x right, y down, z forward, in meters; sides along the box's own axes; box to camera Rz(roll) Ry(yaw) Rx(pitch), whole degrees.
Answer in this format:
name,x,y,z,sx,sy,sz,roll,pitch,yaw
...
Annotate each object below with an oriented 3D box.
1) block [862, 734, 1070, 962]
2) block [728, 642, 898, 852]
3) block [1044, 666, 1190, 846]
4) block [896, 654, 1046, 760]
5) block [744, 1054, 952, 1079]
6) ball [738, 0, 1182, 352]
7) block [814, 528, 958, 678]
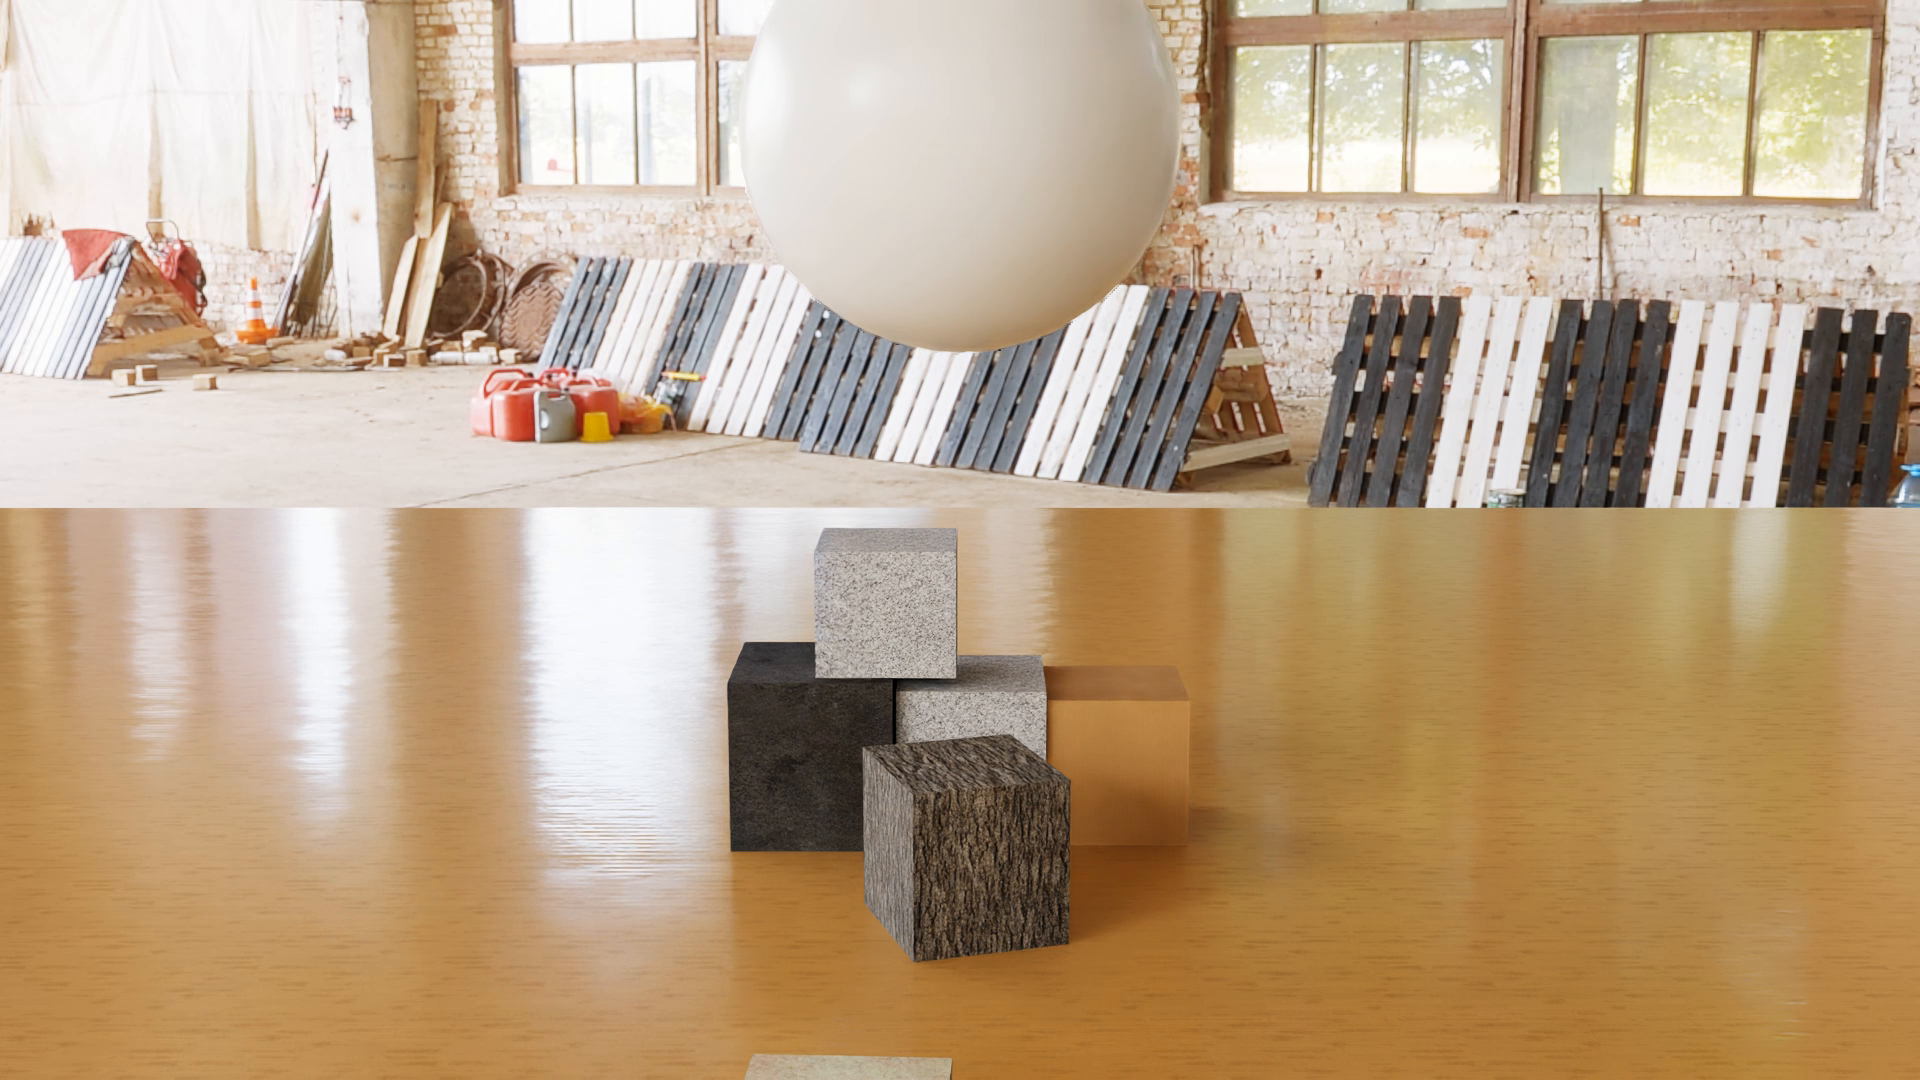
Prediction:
name,x,y,z,sx,sy,sz,roll,pitch,yaw
block,0.018,1.370,9.925,0.719,0.753,0.795,-3,11,-18
block,-0.740,1.051,11.364,0.814,0.867,0.903,0,10,0
block,0.792,1.104,11.394,0.712,0.751,0.744,0,10,0
block,0.057,1.079,11.386,0.749,0.804,0.800,0,10,0
block,-0.363,2.015,6.798,0.643,0.602,0.669,1,10,3
ball,0.000,-1.481,7.948,1.600,1.600,1.600,0,10,0
block,-0.366,0.312,11.219,0.699,0.639,0.679,0,10,1
